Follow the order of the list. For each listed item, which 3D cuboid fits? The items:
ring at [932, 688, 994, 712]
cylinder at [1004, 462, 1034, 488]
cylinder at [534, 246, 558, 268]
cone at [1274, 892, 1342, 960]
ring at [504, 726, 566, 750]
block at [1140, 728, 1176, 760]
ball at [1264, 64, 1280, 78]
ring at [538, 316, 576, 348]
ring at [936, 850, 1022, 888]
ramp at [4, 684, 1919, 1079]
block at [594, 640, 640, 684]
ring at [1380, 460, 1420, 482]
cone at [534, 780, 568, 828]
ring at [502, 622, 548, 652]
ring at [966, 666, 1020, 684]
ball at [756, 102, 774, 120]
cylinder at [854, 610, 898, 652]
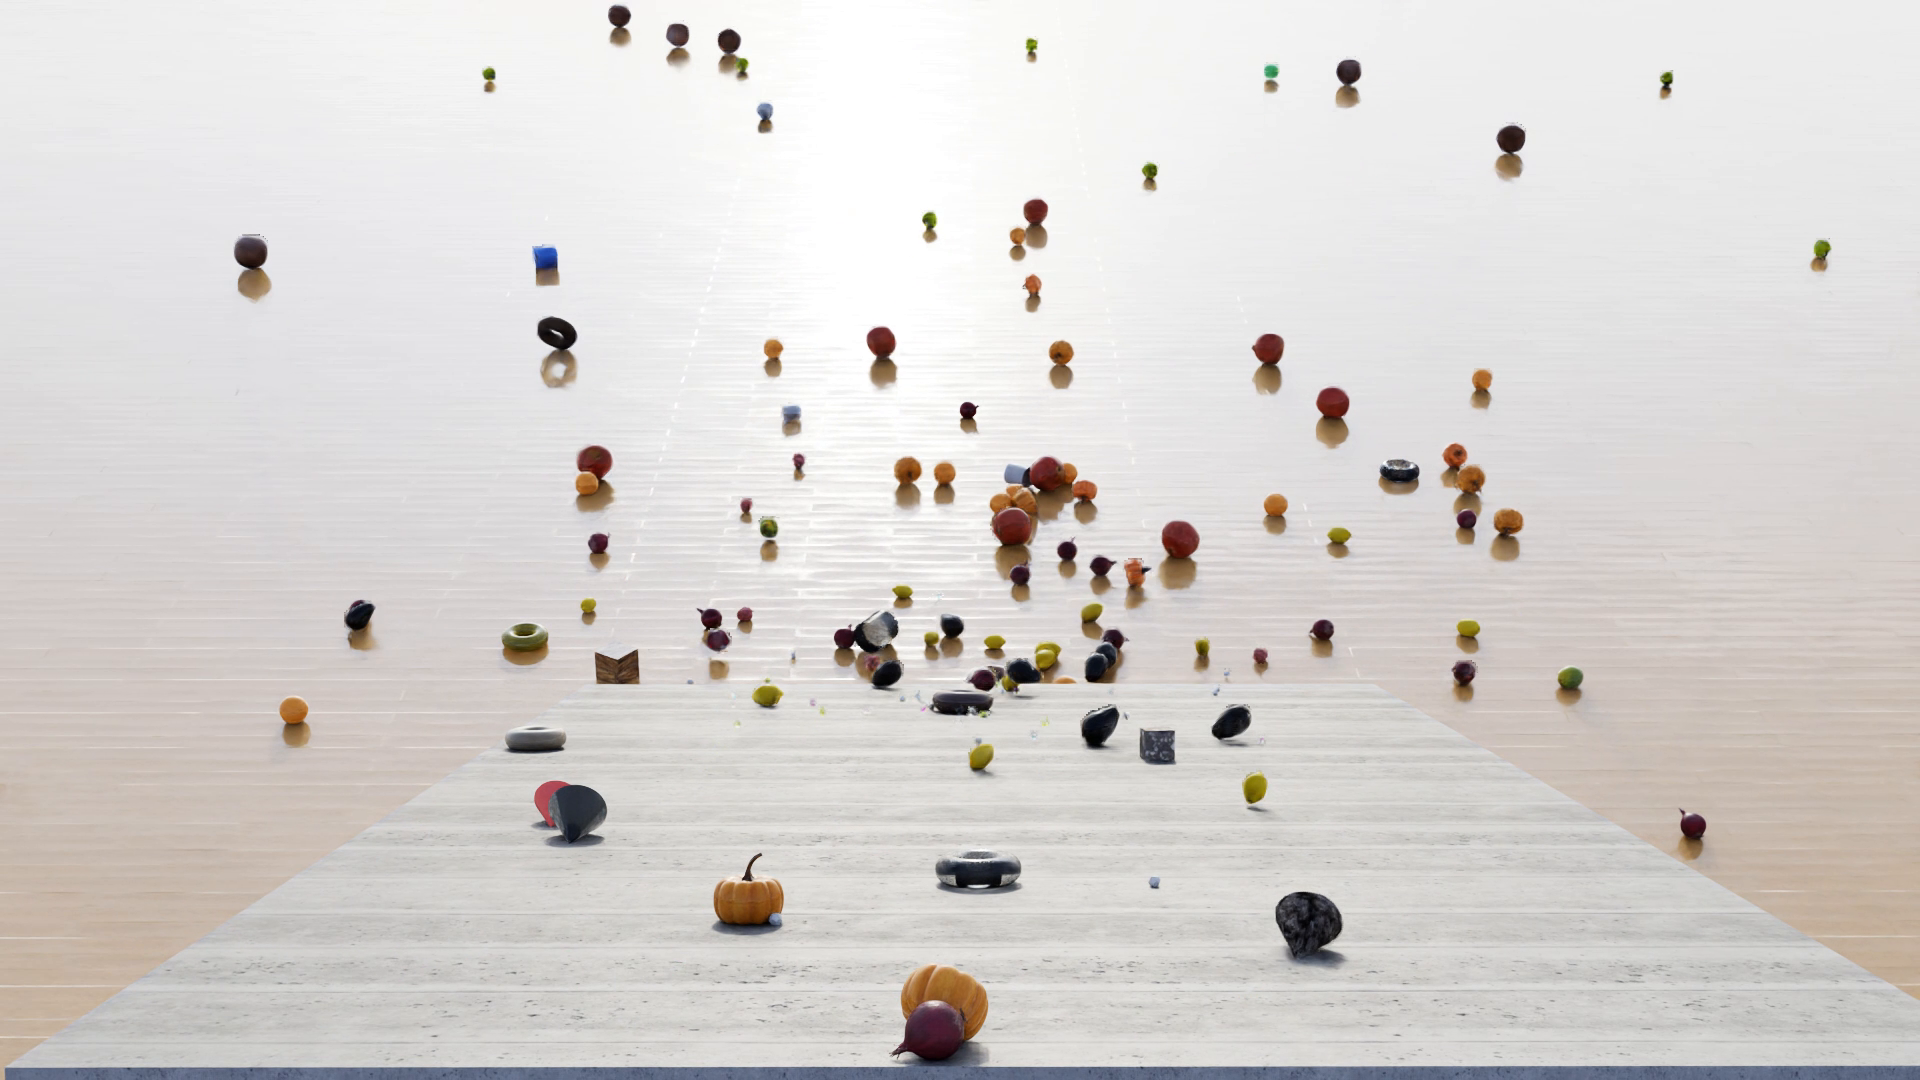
[{"bbox_3d":[0.006,0.368,5.894,0.141,0.047,0.141,1,1,0],"label":"ring"},{"bbox_3d":[0.184,-0.200,7.975,0.069,0.069,0.069,17,29,33],"label":"cylinder"},{"bbox_3d":[-1.611,-1.101,10.014,0.080,0.080,0.080,-8,25,-18],"label":"cylinder"},{"bbox_3d":[0.411,0.480,3.093,0.083,0.083,0.083,7,31,15],"label":"cone"},{"bbox_3d":[-0.854,0.399,5.182,0.123,0.041,0.123,-1,3,0],"label":"ring"},{"bbox_3d":[0.383,0.396,5.002,0.058,0.058,0.058,0,2,-7],"label":"block"},{"bbox_3d":[1.553,-2.338,12.836,0.077,0.077,0.077,0,24,0],"label":"ball"},{"bbox_3d":[-1.425,-0.732,9.106,0.148,0.148,0.049,8,57,17],"label":"ring"},{"bbox_3d":[0.026,0.459,3.599,0.122,0.041,0.122,-1,3,0],"label":"ring"},{"bbox_3d":[0.054,0.493,4.543,2.000,0.100,4.000,0,2,0],"label":"ramp"},{"bbox_3d":[-0.901,0.325,6.764,0.080,0.080,0.080,16,28,32],"label":"block"},{"bbox_3d":[1.374,-0.217,8.048,0.127,0.042,0.127,1,24,0],"label":"ring"},{"bbox_3d":[-0.655,0.441,4.152,0.077,0.077,0.077,0,29,1],"label":"cone"},{"bbox_3d":[-1.175,0.262,6.956,0.128,0.043,0.128,0,25,0],"label":"ring"},{"bbox_3d":[0.087,0.370,6.703,0.144,0.048,0.144,1,23,-1],"label":"ring"},{"bbox_3d":[-0.915,-2.018,12.098,0.085,0.085,0.085,0,24,0],"label":"ball"},{"bbox_3d":[-0.225,0.246,6.934,0.088,0.088,0.088,13,27,27],"label":"cylinder"}]
